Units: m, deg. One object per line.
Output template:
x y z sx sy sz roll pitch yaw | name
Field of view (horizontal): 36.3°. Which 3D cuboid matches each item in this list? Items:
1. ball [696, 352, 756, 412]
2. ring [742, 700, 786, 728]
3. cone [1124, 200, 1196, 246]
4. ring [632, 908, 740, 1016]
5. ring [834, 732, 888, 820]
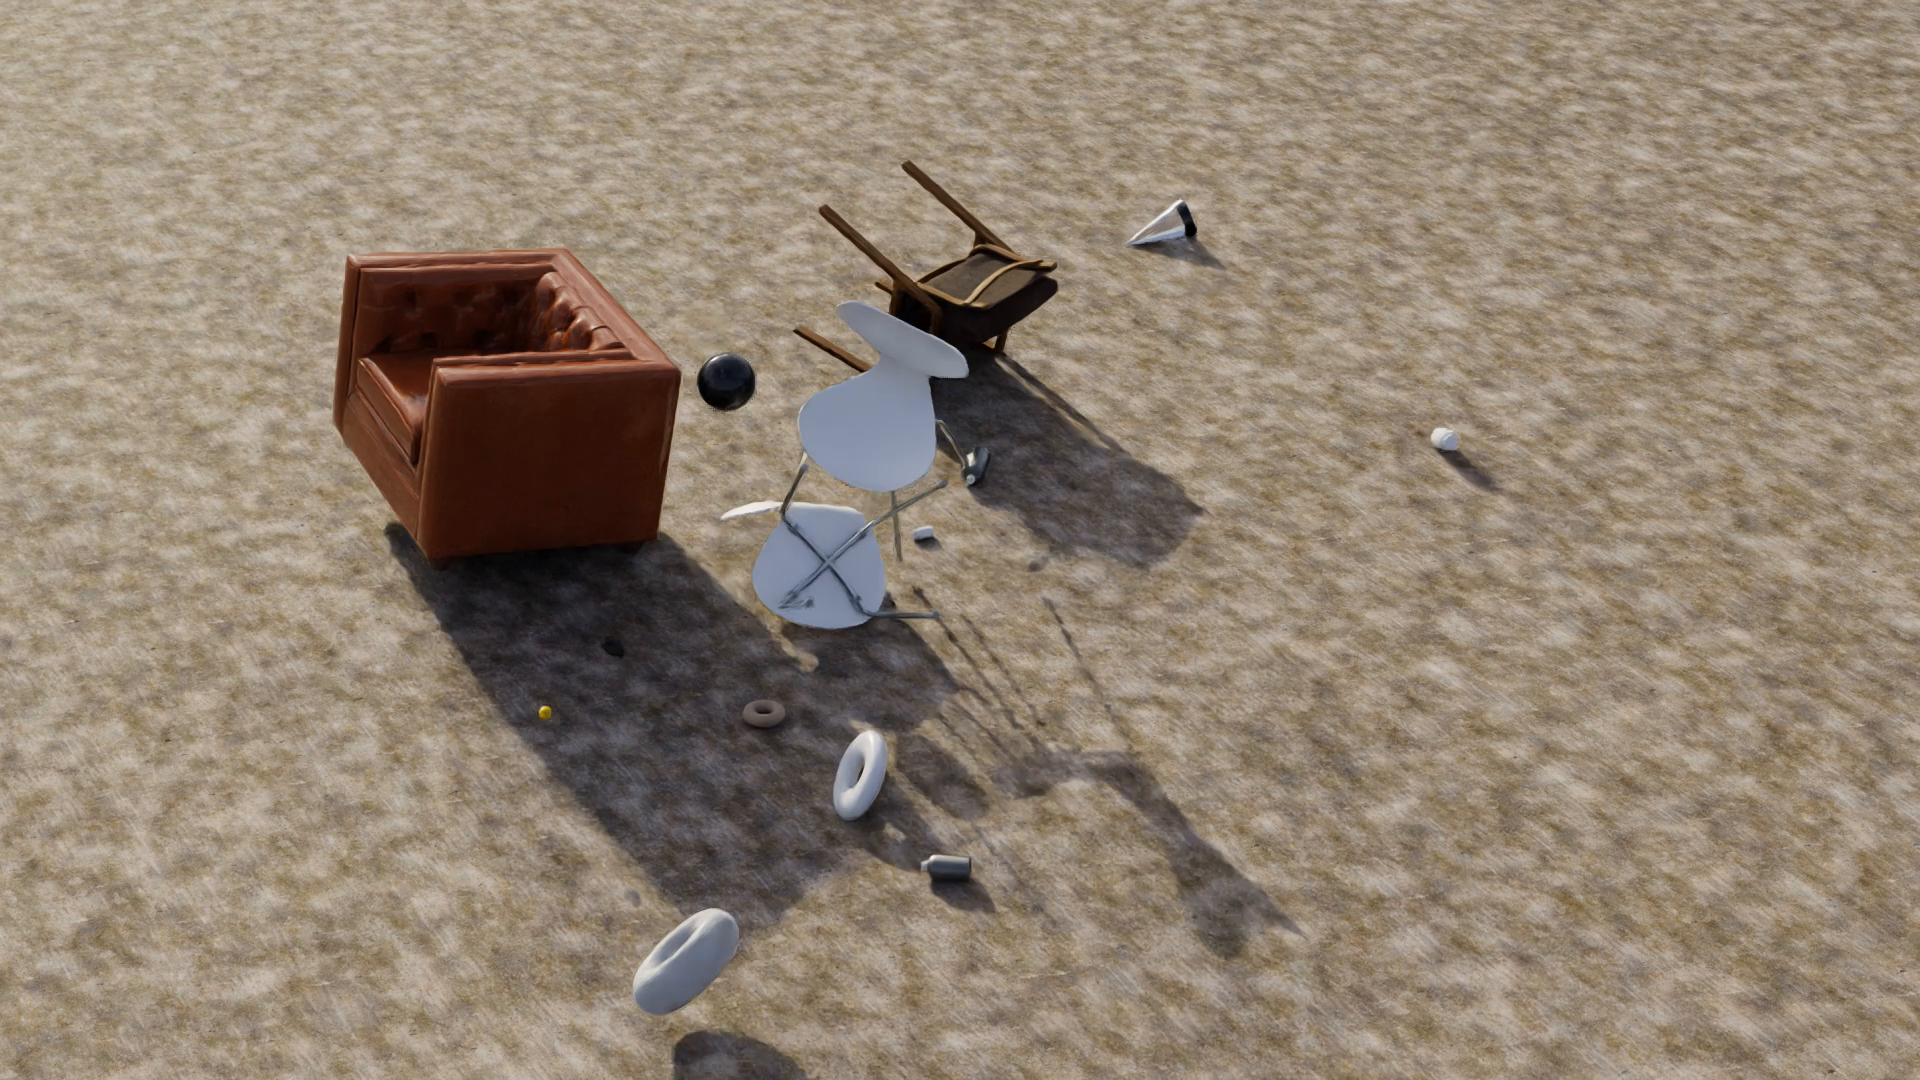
-0.841 -0.568 10.550 0.212 0.212 0.212 0 33 0 | ball
-0.668 0.593 10.001 0.149 0.049 0.125 1 34 -1 | ring
0.857 -1.360 12.932 0.322 0.173 0.181 -25 46 -9 | cone
-0.813 1.254 8.716 0.386 0.144 0.244 -45 18 -22 | ring
-0.327 0.771 9.614 0.218 0.072 0.358 -31 34 35 | ring
